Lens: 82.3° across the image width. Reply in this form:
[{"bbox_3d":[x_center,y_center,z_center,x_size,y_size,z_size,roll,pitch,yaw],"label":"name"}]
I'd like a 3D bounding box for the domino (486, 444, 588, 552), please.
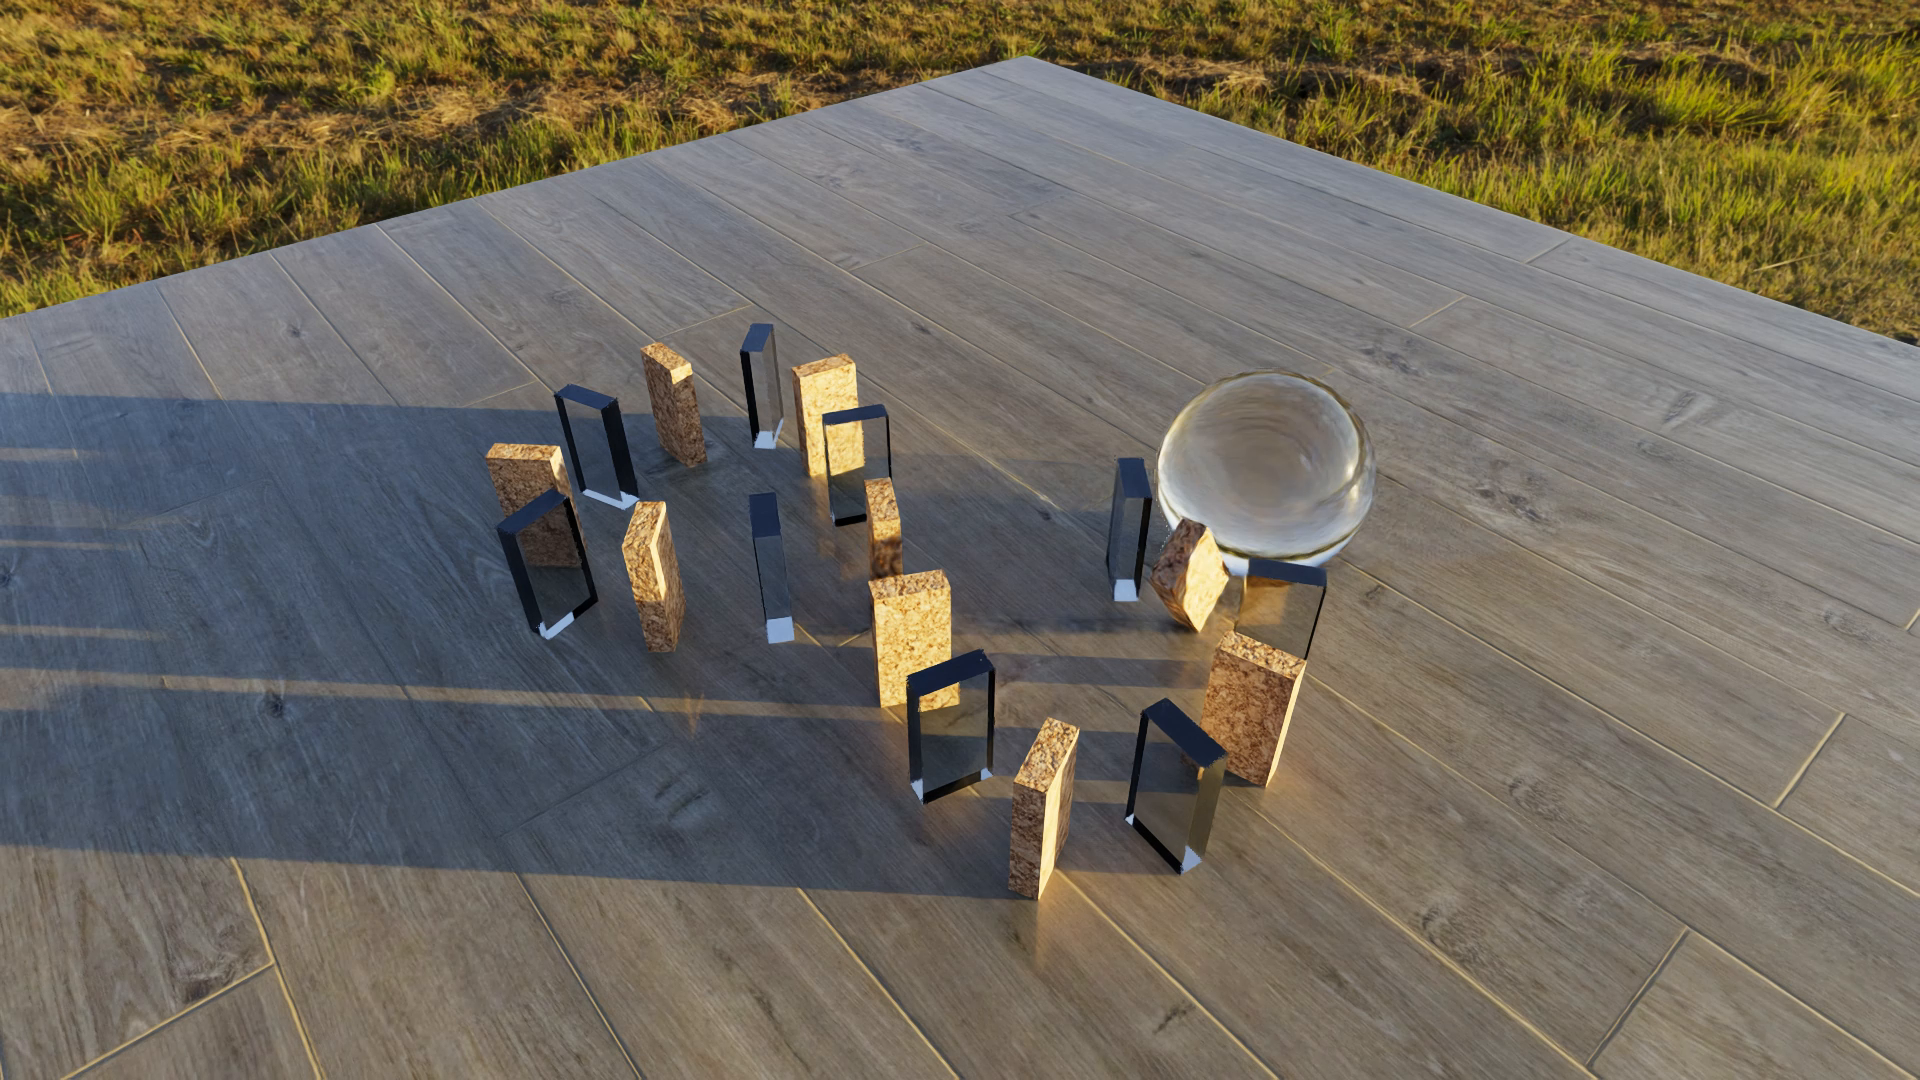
[{"bbox_3d":[-0.164,-0.014,0.428,0.025,0.050,0.010,3,39,3],"label":"domino"}]

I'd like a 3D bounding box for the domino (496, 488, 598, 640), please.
[{"bbox_3d":[-0.149,0.009,0.400,0.009,0.050,0.025,21,44,23],"label":"domino"}]

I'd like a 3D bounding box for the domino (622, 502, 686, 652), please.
[{"bbox_3d":[-0.109,0.014,0.395,0.009,0.050,0.025,0,39,-1],"label":"domino"}]

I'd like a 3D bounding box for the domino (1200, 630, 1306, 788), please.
[{"bbox_3d":[0.090,0.054,0.346,0.025,0.050,0.009,23,44,25],"label":"domino"}]

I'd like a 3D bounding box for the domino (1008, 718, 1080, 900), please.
[{"bbox_3d":[0.024,0.078,0.316,0.009,0.050,0.025,16,42,19],"label":"domino"}]

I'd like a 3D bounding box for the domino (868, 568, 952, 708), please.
[{"bbox_3d":[-0.016,0.034,0.370,0.025,0.050,0.010,-9,40,-11],"label":"domino"}]

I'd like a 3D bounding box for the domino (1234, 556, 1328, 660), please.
[{"bbox_3d":[0.107,0.030,0.375,0.025,0.050,0.009,9,40,11],"label":"domino"}]

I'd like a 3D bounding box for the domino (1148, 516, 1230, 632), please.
[{"bbox_3d":[0.082,0.013,0.391,0.009,0.050,0.025,26,81,29],"label":"domino"}]

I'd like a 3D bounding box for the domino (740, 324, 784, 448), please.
[{"bbox_3d":[-0.089,-0.069,0.496,0.009,0.050,0.025,2,39,3],"label":"domino"}]

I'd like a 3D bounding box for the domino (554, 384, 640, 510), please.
[{"bbox_3d":[-0.151,-0.038,0.458,0.025,0.050,0.009,19,43,22],"label":"domino"}]

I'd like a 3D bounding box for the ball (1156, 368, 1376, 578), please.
[{"bbox_3d":[0.115,-0.025,0.418,0.080,0.080,0.080,0,39,0],"label":"ball"}]

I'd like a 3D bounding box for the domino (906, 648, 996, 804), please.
[{"bbox_3d":[-0.003,0.058,0.340,0.025,0.050,0.010,-18,43,-21],"label":"domino"}]

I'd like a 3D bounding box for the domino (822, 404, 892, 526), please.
[{"bbox_3d":[-0.041,-0.030,0.448,0.025,0.050,0.009,-11,41,-13],"label":"domino"}]

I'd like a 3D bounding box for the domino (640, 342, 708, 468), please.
[{"bbox_3d":[-0.126,-0.059,0.483,0.009,0.050,0.025,-30,48,-32],"label":"domino"}]

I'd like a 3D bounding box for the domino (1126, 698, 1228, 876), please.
[{"bbox_3d":[0.063,0.073,0.323,0.010,0.050,0.025,-23,45,-26],"label":"domino"}]

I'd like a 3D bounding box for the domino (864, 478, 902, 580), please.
[{"bbox_3d":[-0.028,0.005,0.405,0.010,0.050,0.025,-7,40,-8],"label":"domino"}]

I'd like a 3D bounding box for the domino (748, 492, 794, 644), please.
[{"bbox_3d":[-0.068,0.010,0.399,0.010,0.050,0.025,-7,40,-9],"label":"domino"}]

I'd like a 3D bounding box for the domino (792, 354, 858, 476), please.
[{"bbox_3d":[-0.057,-0.054,0.477,0.025,0.050,0.009,-20,43,-22],"label":"domino"}]

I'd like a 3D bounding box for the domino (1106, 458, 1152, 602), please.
[{"bbox_3d":[0.063,-0.003,0.416,0.010,0.050,0.025,0,39,0],"label":"domino"}]
